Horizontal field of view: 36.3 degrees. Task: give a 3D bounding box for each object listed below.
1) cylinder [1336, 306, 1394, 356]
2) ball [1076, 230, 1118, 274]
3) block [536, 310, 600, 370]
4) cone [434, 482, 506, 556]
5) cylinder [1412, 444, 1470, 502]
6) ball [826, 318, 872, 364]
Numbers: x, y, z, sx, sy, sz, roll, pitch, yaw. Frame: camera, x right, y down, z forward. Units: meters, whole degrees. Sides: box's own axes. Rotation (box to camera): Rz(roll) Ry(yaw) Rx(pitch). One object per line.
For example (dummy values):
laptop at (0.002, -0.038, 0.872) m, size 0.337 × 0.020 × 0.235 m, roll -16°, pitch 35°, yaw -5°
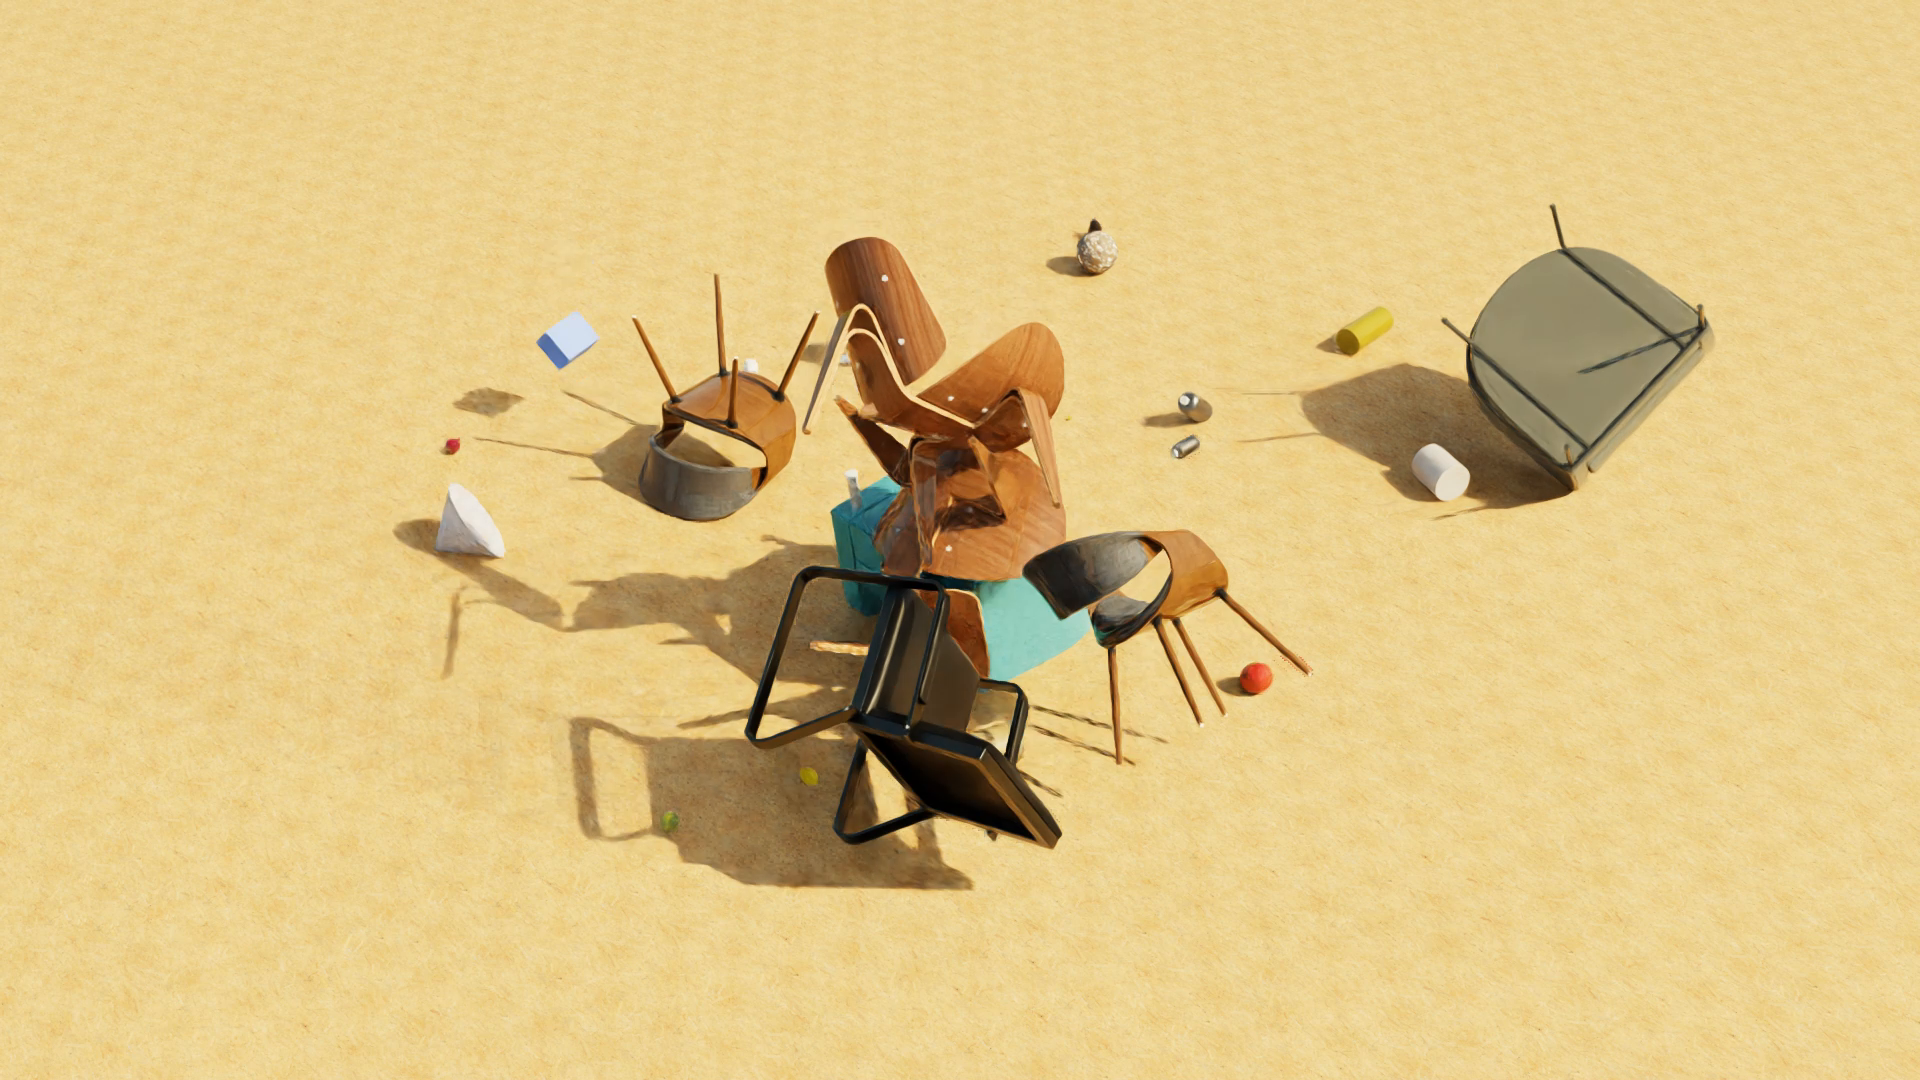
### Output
cylinder at (1.681, -0.868, 12.159) m, size 0.256 × 0.113 × 0.116 m, roll -33°, pitch 84°, yaw -39°
ball at (0.592, -1.244, 12.668) m, size 0.182 × 0.182 × 0.182 m, roll 0°, pitch 33°, yaw 0°
block at (-1.532, -0.781, 11.457) m, size 0.143 × 0.096 × 0.181 m, roll 50°, pitch 51°, yaw -3°
cone at (-1.868, -0.018, 10.856) m, size 0.212 × 0.331 × 0.244 m, roll -34°, pitch 2°, yaw 15°
cylinder at (1.834, -0.258, 11.197) m, size 0.150 × 0.155 × 0.175 m, roll 4°, pitch 27°, yaw -30°
ball at (-0.456, -0.818, 12.015) m, size 0.188 × 0.188 × 0.188 m, roll 0°, pitch 33°, yaw 0°
